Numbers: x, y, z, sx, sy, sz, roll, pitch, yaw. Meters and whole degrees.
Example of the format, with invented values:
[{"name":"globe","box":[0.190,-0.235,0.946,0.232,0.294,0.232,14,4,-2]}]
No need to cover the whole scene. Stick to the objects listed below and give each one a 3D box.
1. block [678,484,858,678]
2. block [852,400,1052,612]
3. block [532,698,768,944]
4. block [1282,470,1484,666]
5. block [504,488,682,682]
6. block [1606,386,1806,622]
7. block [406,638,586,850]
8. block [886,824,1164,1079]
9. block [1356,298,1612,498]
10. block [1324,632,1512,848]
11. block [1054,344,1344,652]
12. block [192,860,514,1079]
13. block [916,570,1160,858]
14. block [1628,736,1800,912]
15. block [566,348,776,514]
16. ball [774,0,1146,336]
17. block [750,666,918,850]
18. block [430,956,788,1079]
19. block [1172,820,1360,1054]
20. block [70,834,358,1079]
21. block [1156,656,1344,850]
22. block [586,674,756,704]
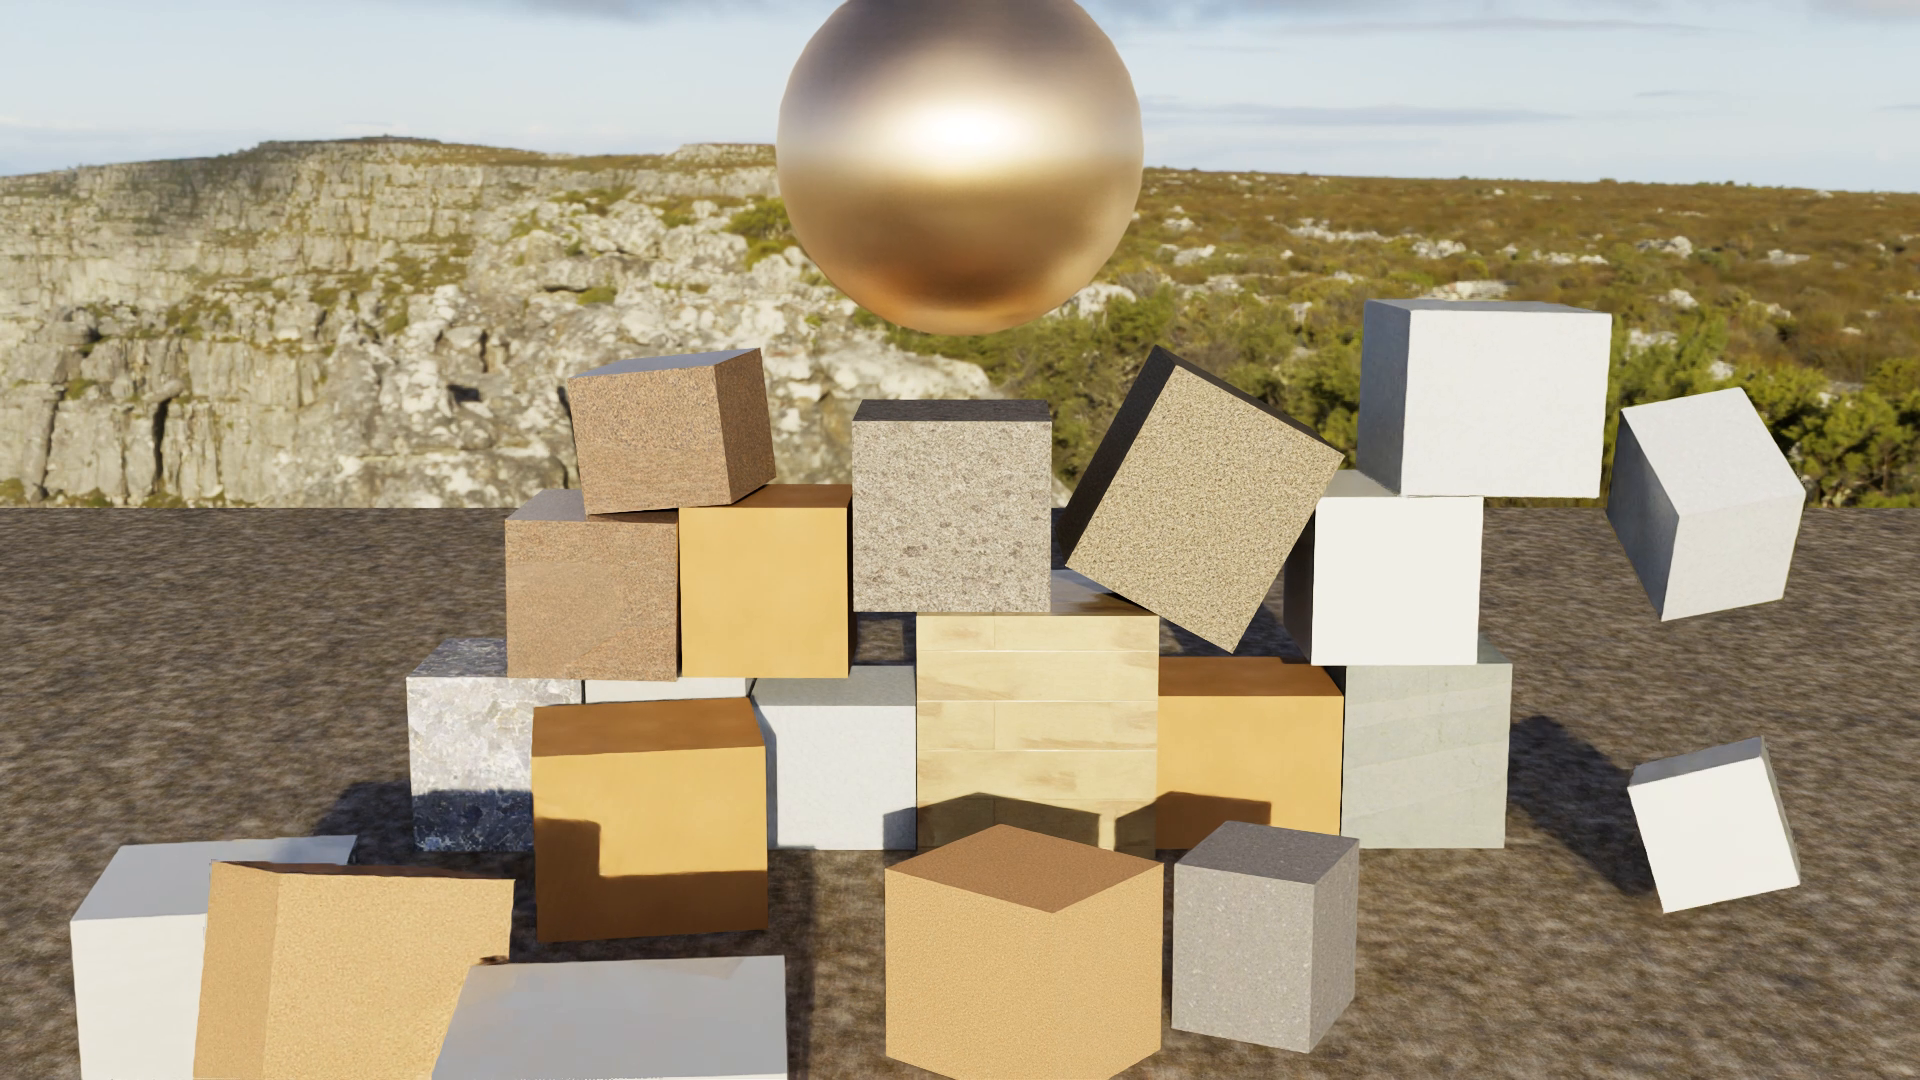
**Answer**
[{"name":"block","box":[-0.960,0.195,11.205,0.822,0.854,0.759,0,10,1]},{"name":"block","box":[-0.034,-0.192,11.136,0.963,0.938,0.916,0,10,1]},{"name":"block","box":[-1.445,1.273,10.181,1.021,0.852,0.883,-2,10,-10]},{"name":"block","box":[2.136,0.123,11.221,0.815,0.838,0.912,0,10,-1]},{"name":"block","box":[-1.797,0.214,11.213,0.832,0.792,0.935,1,11,1]},{"name":"block","box":[3.677,-0.179,10.911,0.614,0.744,0.774,-10,45,-2]},{"name":"block","box":[-2.301,1.040,11.354,0.861,0.892,0.865,0,10,0]},{"name":"block","box":[0.249,1.624,8.506,0.795,0.760,0.720,8,13,38]},{"name":"block","box":[2.614,-0.731,11.096,0.983,0.895,0.931,1,10,-4]},{"name":"block","box":[2.324,1.005,11.373,0.820,0.952,0.834,0,10,0]},{"name":"block","box":[1.176,-0.236,11.120,0.929,1.106,1.044,28,9,-5]},{"name":"block","box":[-2.059,1.586,7.415,0.784,0.937,0.779,8,-8,-33]},{"name":"block","box":[0.378,0.869,11.352,1.177,1.228,1.171,0,10,0]},{"name":"block","box":[3.454,1.294,10.068,0.589,0.581,0.665,-17,-3,20]},{"name":"block","box":[-1.439,-0.559,11.097,0.759,0.680,0.773,-4,10,13]},{"name":"ball","box":[0.000,-1.688,9.540,1.600,1.600,1.600,0,10,0]},{"name":"block","box":[-0.639,1.112,11.382,0.836,0.740,0.850,0,10,0]},{"name":"block","box":[-1.037,1.881,6.767,1.009,0.878,0.931,-1,10,-5]},{"name":"block","box":[1.242,1.589,8.902,0.569,0.689,0.632,5,11,26]},{"name":"block","box":[-2.732,1.646,8.214,0.883,0.823,0.845,-2,10,-9]},{"name":"block","box":[1.439,1.087,11.382,0.925,0.789,0.850,0,10,0]},{"name":"block","box":[-1.464,1.045,11.370,0.793,0.877,0.772,0,10,0]}]
